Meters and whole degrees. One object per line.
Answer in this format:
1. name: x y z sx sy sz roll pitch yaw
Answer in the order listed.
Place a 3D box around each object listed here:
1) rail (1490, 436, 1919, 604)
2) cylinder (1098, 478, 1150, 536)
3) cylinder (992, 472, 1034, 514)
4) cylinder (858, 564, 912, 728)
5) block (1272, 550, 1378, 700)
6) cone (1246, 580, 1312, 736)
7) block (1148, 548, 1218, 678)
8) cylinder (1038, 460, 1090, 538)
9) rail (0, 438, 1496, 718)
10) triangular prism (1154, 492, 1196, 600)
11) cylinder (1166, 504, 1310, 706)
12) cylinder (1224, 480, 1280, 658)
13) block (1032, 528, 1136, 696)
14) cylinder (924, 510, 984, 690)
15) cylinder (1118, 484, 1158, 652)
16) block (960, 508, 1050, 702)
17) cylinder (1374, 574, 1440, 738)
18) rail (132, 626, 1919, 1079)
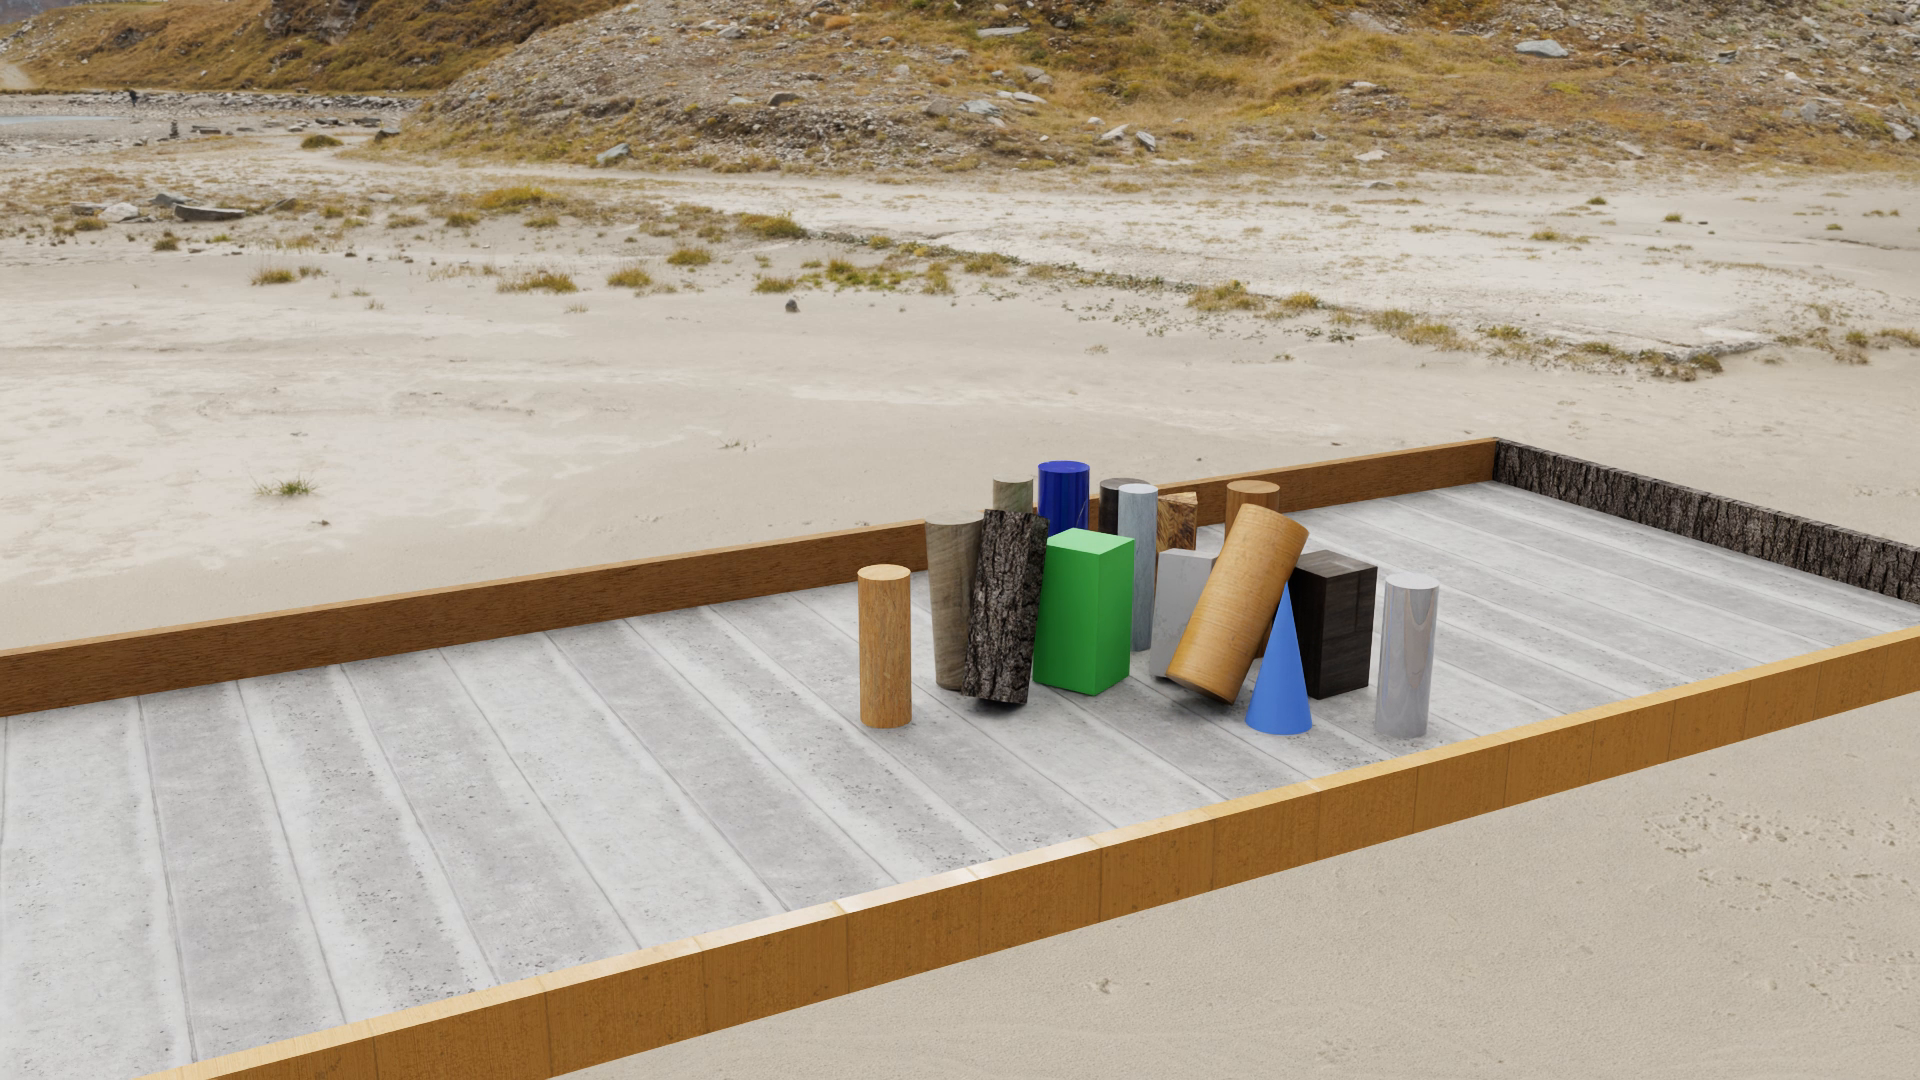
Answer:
1. rail: 2.466 -0.048 5.253 0.050 0.150 2.100 -9 18 -27
2. cylinder: 0.478 -0.011 4.830 0.147 0.317 0.147 0 16 0
3. cylinder: 0.138 0.057 4.351 0.106 0.457 0.106 0 16 0
4. cylinder: -0.175 0.249 3.862 0.122 0.364 0.122 0 16 0
5. block: 0.899 0.207 4.094 0.174 0.313 0.174 -10 19 -32
6. cone: 0.752 0.261 3.843 0.157 0.352 0.157 0 16 0
7. block: 0.569 0.186 4.141 0.133 0.308 0.133 7 7 22
8. cylinder: 0.285 0.003 4.588 0.143 0.426 0.143 0 16 0
9. rail: -3.305 0.497 3.399 12.000 0.150 0.050 -9 18 -27
10. triangular prism: 0.624 0.039 4.628 0.135 0.335 0.117 11 20 34
11. cylinder: 0.669 0.155 3.981 0.178 0.455 0.178 25 -7 3
12. cylinder: 0.754 0.077 4.301 0.134 0.446 0.134 0 16 0
13. block: 0.308 0.175 4.113 0.178 0.360 0.178 11 18 33
14. cylinder: 0.001 0.147 4.092 0.151 0.419 0.151 -4 14 1
15. cylinder: 0.463 0.073 4.342 0.102 0.431 0.102 0 16 0
16. block: 0.111 0.160 3.982 0.124 0.450 0.124 6 -4 23
17. cylinder: 1.031 0.267 3.807 0.120 0.361 0.120 0 16 0
18. rail: -2.336 1.006 1.665 12.000 0.150 0.050 -9 18 -27
